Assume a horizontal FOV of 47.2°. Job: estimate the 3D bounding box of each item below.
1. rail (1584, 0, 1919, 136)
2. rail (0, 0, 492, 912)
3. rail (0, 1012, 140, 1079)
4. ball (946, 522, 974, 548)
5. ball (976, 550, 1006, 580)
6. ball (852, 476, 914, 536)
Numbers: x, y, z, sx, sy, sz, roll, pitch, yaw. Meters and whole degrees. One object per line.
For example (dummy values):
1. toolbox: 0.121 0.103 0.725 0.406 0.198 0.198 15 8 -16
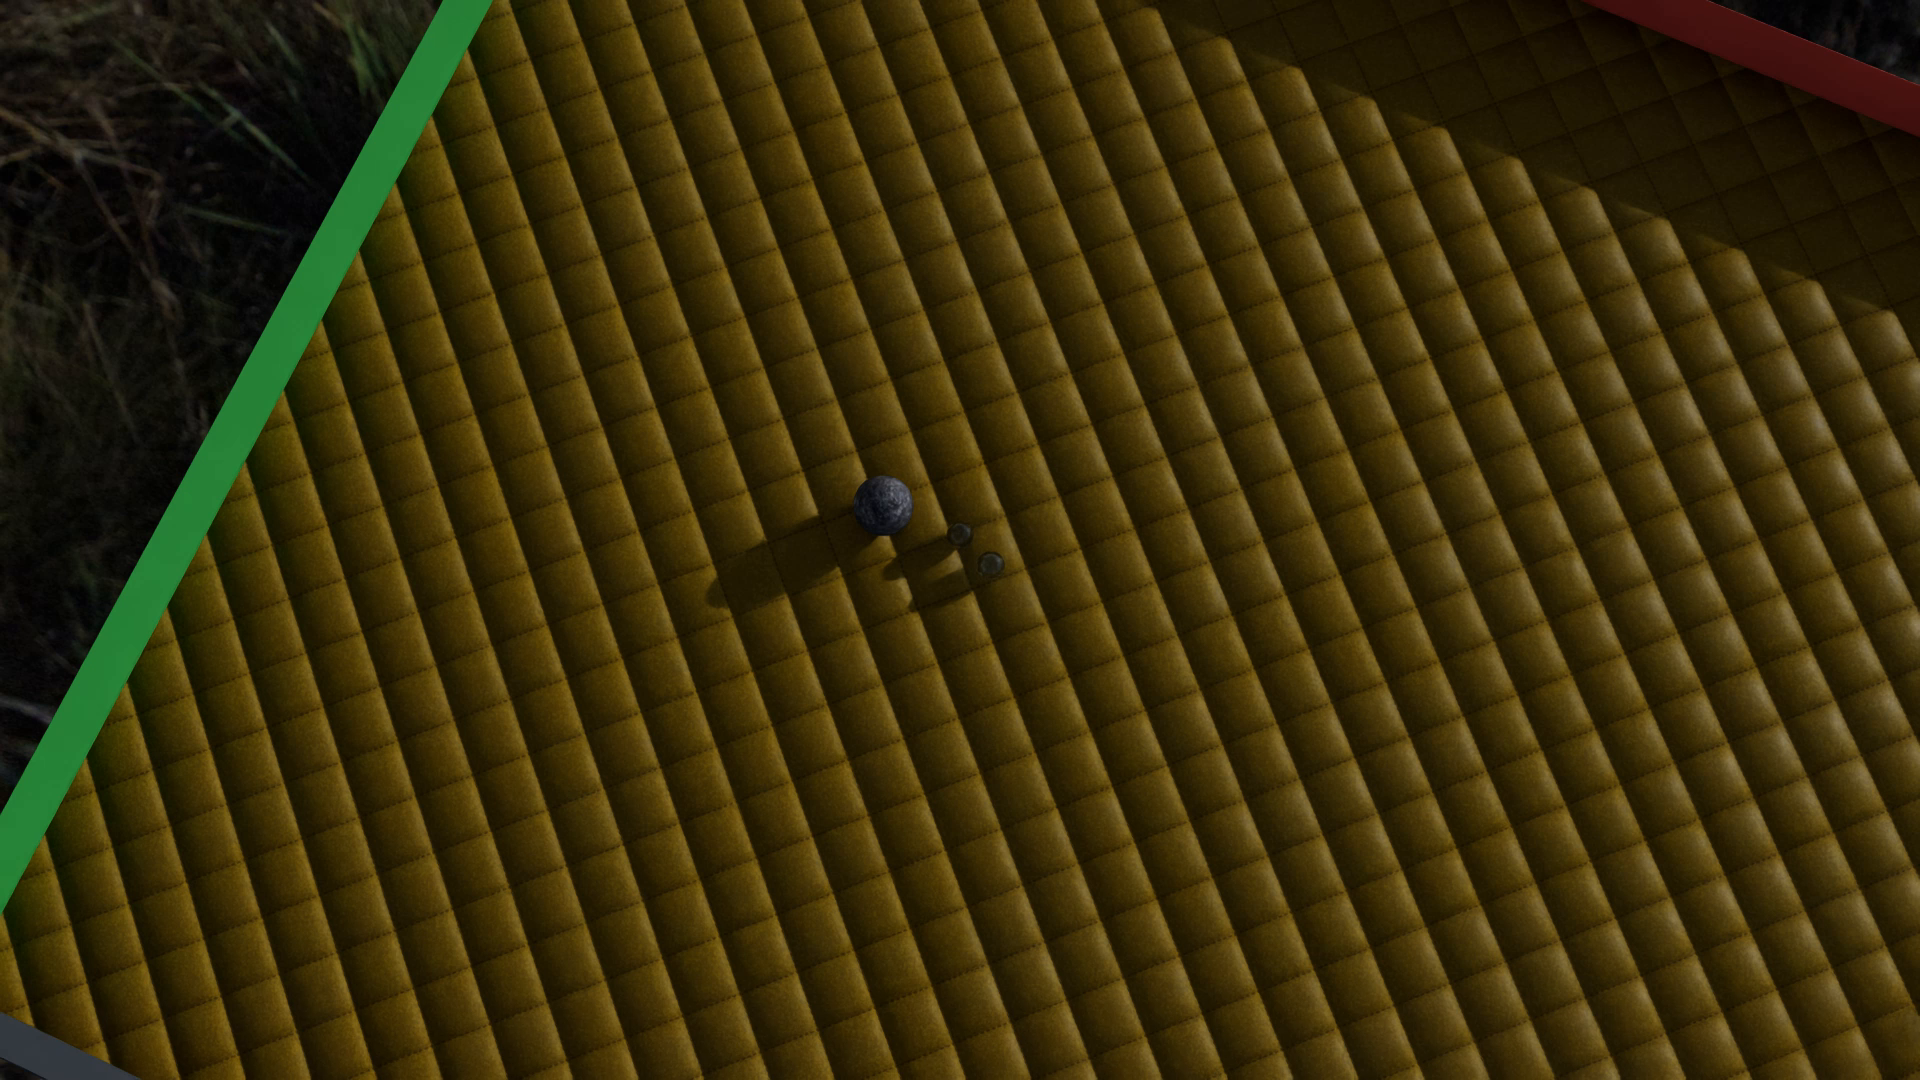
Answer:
1. rail: 1.483 -0.661 3.438 4.311 0.119 0.045 24 78 5
2. rail: -0.961 -0.428 3.385 0.045 0.119 2.486 24 78 5
3. rail: 0.483 1.509 2.948 4.311 0.119 0.045 24 78 5
4. ball: 0.000 -0.008 3.331 0.042 0.042 0.042 0 77 0
5. ball: 0.047 0.038 3.320 0.043 0.043 0.043 0 77 0
6. ball: -0.115 -0.052 3.315 0.092 0.092 0.092 0 77 0
